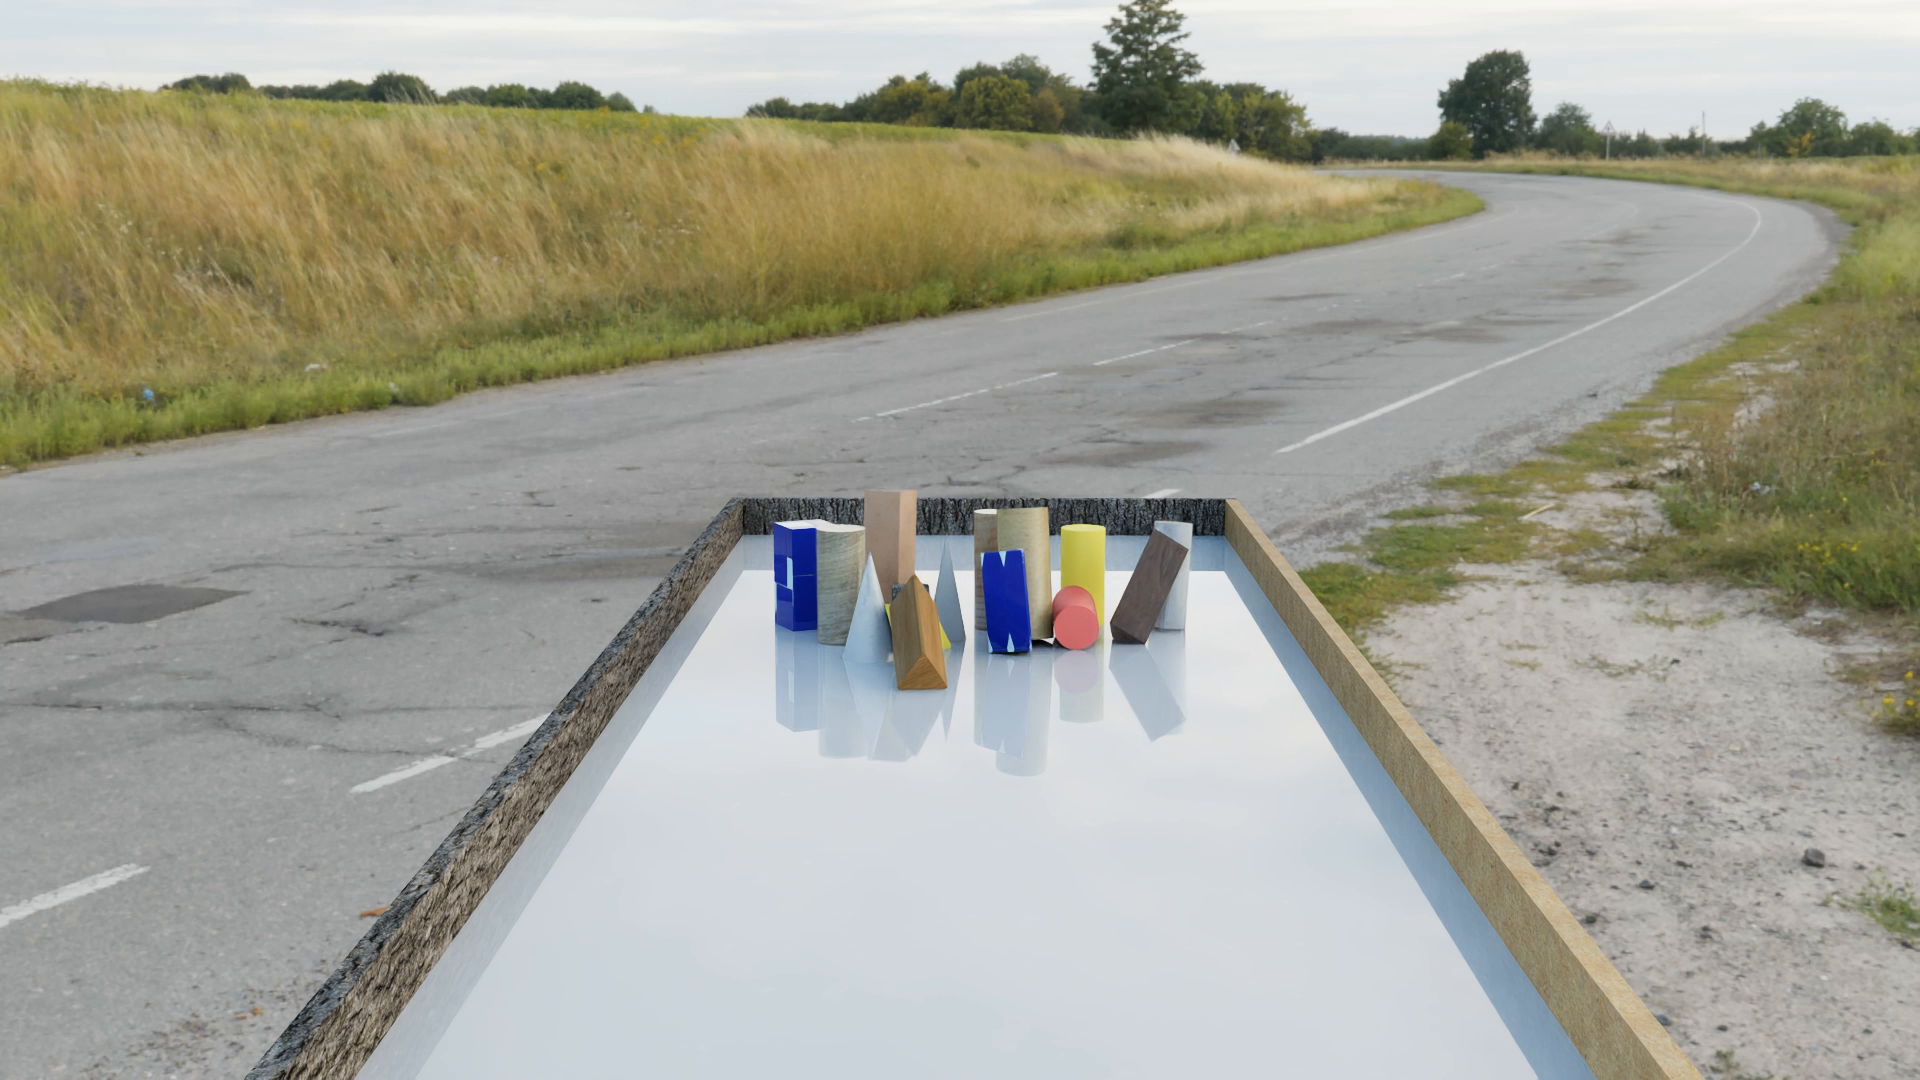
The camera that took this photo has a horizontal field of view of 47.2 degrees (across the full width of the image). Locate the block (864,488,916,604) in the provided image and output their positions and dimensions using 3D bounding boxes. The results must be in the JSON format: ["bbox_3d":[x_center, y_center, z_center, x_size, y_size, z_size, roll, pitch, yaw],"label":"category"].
[{"bbox_3d":[-0.232,0.056,7.219,0.129,0.442,0.129,4,6,24],"label":"block"}]

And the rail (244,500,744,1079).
[{"bbox_3d":[-1.004,0.839,3.234,0.050,0.150,12.000,0,9,1],"label":"rail"}]

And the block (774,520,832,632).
[{"bbox_3d":[-0.502,0.114,7.217,0.166,0.335,0.166,-4,10,-25],"label":"block"}]

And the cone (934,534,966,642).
[{"bbox_3d":[-0.043,0.145,6.991,0.126,0.345,0.126,0,9,0],"label":"cone"}]

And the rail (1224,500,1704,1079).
[{"bbox_3d":[1.046,0.843,3.208,0.050,0.150,12.000,0,9,1],"label":"rail"}]

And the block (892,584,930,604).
[{"bbox_3d":[-0.143,0.261,6.676,0.114,0.114,0.308,-1,30,-5],"label":"block"}]

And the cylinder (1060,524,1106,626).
[{"bbox_3d":[0.404,0.118,7.244,0.147,0.319,0.147,0,9,0],"label":"cylinder"}]

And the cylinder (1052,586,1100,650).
[{"bbox_3d":[0.367,0.245,7.012,0.141,0.141,0.354,0,9,1],"label":"cylinder"}]

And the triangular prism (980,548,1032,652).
[{"bbox_3d":[0.172,0.186,6.821,0.149,0.310,0.129,-4,1,29],"label":"triangular prism"}]

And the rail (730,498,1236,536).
[{"bbox_3d":[0.099,-0.098,9.147,2.100,0.150,0.050,0,9,1],"label":"rail"}]

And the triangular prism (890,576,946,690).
[{"bbox_3d":[-0.122,0.264,6.434,0.142,0.123,0.403,-1,34,-5],"label":"triangular prism"}]

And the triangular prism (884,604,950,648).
[{"bbox_3d":[-0.203,0.263,6.984,0.125,0.109,0.396,-8,12,-39],"label":"triangular prism"}]

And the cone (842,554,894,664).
[{"bbox_3d":[-0.273,0.195,6.715,0.173,0.332,0.173,0,9,0],"label":"cone"}]

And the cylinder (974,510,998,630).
[{"bbox_3d":[0.100,0.097,7.165,0.109,0.385,0.109,0,9,0],"label":"cylinder"}]

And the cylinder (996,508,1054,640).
[{"bbox_3d":[0.206,0.106,6.961,0.165,0.413,0.165,-3,1,0],"label":"cylinder"}]

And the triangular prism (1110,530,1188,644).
[{"bbox_3d":[0.582,0.155,7.021,0.134,0.348,0.116,31,-18,-13],"label":"triangular prism"}]

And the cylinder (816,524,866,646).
[{"bbox_3d":[-0.375,0.142,6.950,0.155,0.363,0.155,0,9,0],"label":"cylinder"}]

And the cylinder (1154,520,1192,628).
[{"bbox_3d":[0.685,0.113,7.173,0.125,0.340,0.125,4,4,0],"label":"cylinder"}]
